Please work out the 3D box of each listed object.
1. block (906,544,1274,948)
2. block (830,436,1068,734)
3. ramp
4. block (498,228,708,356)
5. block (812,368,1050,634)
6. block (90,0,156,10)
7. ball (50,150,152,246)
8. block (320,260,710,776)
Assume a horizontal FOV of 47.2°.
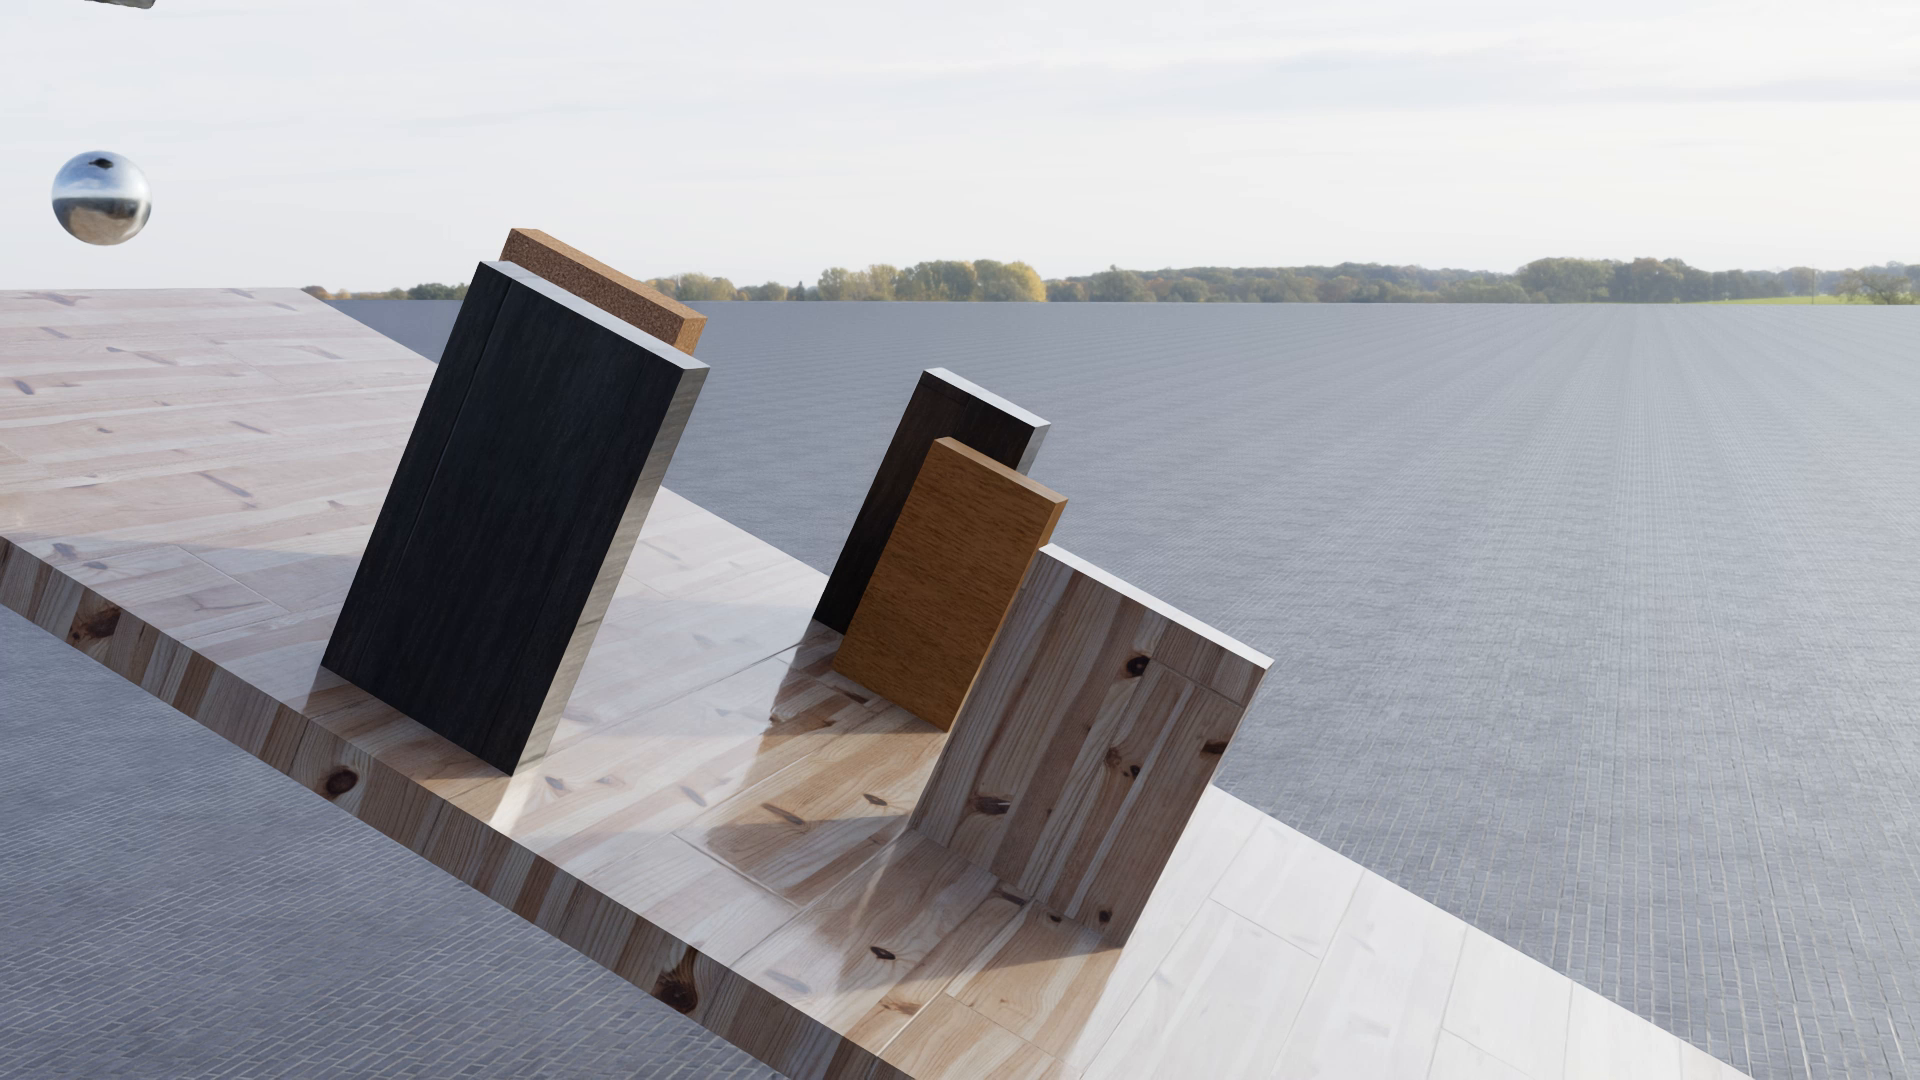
[{"bbox_3d":[0.225,0.361,3.887,0.444,0.565,0.093,28,14,12],"label":"block"},{"bbox_3d":[-0.025,0.091,4.535,0.284,0.533,0.101,28,14,12],"label":"block"},{"bbox_3d":[-0.258,0.439,4.167,4.000,0.100,2.000,28,14,12],"label":"ramp"},{"bbox_3d":[-0.753,-0.172,3.941,0.365,0.675,0.097,28,14,12],"label":"block"},{"bbox_3d":[-0.064,-0.041,4.808,0.275,0.607,0.132,28,14,12],"label":"block"},{"bbox_3d":[-1.622,-1.165,4.198,0.199,0.199,0.199,46,18,7],"label":"block"},{"bbox_3d":[-1.678,-0.669,4.301,0.186,0.186,0.186,0,7,0],"label":"ball"},{"bbox_3d":[-0.702,-0.033,3.437,0.374,0.708,0.097,28,14,12],"label":"block"}]
